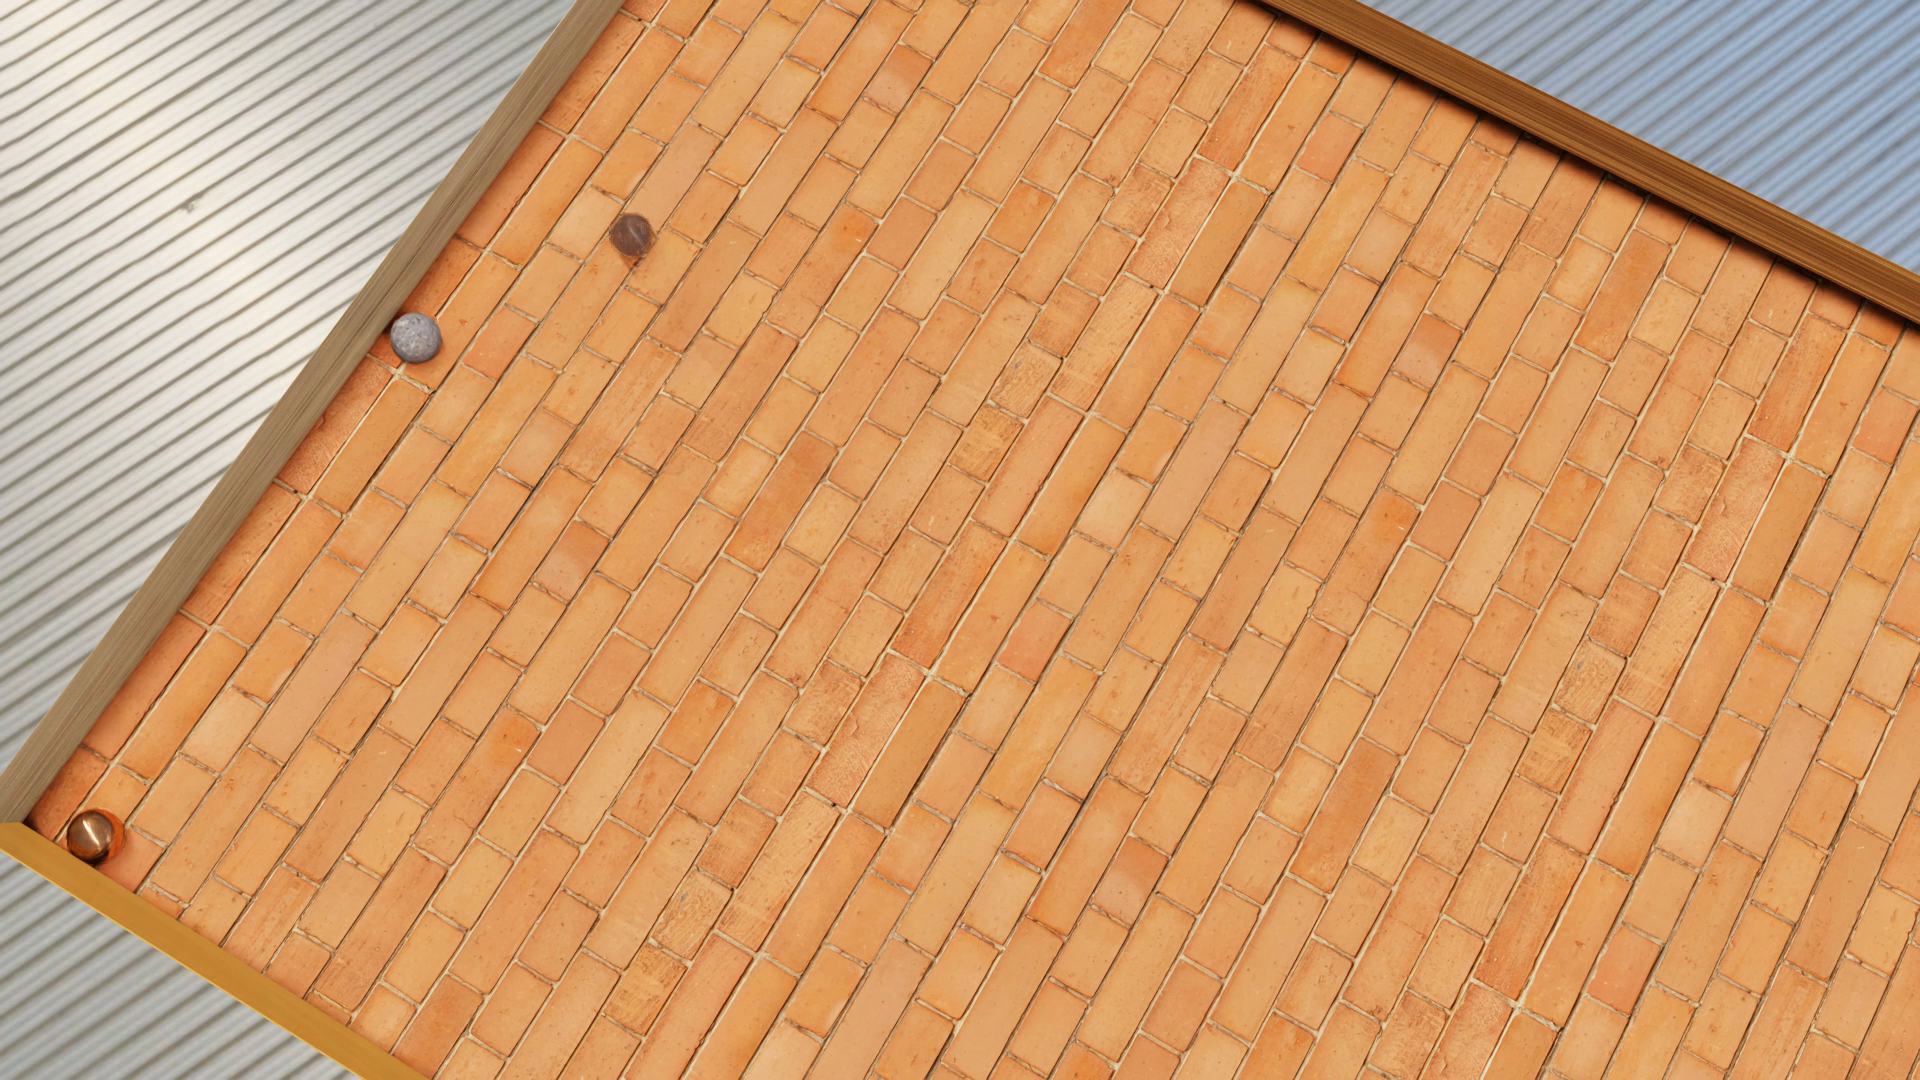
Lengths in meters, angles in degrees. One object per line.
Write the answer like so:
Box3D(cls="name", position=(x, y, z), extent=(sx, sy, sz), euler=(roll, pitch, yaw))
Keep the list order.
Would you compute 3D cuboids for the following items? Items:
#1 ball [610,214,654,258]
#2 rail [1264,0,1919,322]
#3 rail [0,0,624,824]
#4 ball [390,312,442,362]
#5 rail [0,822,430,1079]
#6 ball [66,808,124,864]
Box3D(cls="ball", position=(-0.535, -0.498, 3.596), extent=(0.072, 0.072, 0.072), euler=(0, 71, 0))
Box3D(cls="rail", position=(1.442, -0.425, 3.552), extent=(4.084, 0.105, 0.045), euler=(29, 73, 10))
Box3D(cls="rail", position=(-0.861, -0.480, 3.571), extent=(0.045, 0.105, 2.271), euler=(29, 73, 10))
Box3D(cls="ball", position=(-0.874, -0.325, 3.531), extent=(0.081, 0.081, 0.081), euler=(0, 71, 0))
Box3D(cls="rail", position=(0.320, 1.388, 2.921), extent=(4.084, 0.105, 0.045), euler=(29, 73, 10))
Box3D(cls="ball", position=(-1.284, 0.439, 3.265), extent=(0.081, 0.081, 0.081), euler=(0, 71, 0))
